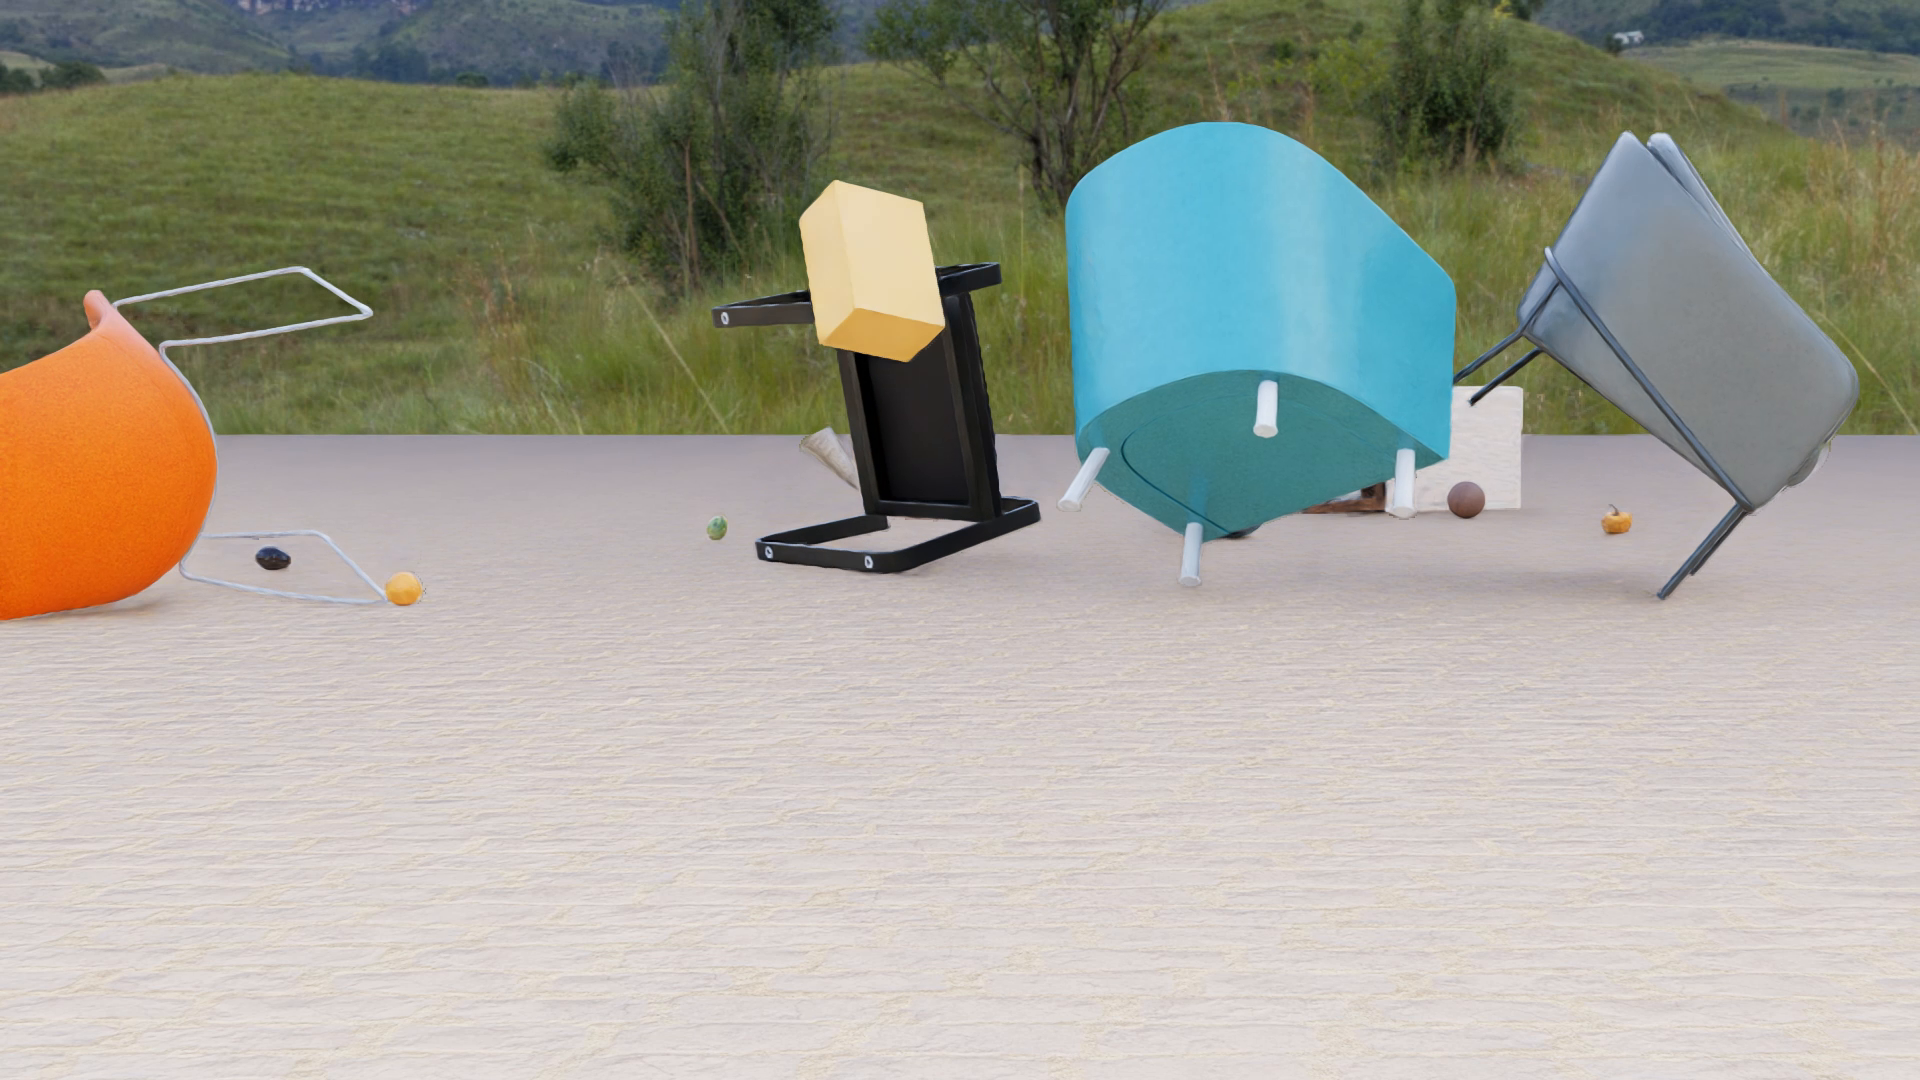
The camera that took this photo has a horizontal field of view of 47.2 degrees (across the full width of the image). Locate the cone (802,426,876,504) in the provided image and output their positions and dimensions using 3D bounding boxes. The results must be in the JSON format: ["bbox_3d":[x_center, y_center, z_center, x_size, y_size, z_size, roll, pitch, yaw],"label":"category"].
[{"bbox_3d":[-0.435,-0.262,8.455,0.131,0.351,0.315,-42,-2,11],"label":"cone"}]

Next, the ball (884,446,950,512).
[{"bbox_3d":[-0.159,-0.223,8.040,0.240,0.240,0.240,0,4,0],"label":"ball"}]

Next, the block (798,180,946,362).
[{"bbox_3d":[-0.207,-0.625,5.128,0.245,0.350,0.164,9,-32,-34],"label":"block"}]

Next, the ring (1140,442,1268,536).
[{"bbox_3d":[0.729,-0.150,6.576,0.404,0.163,0.478,24,-14,1],"label":"ring"}]
